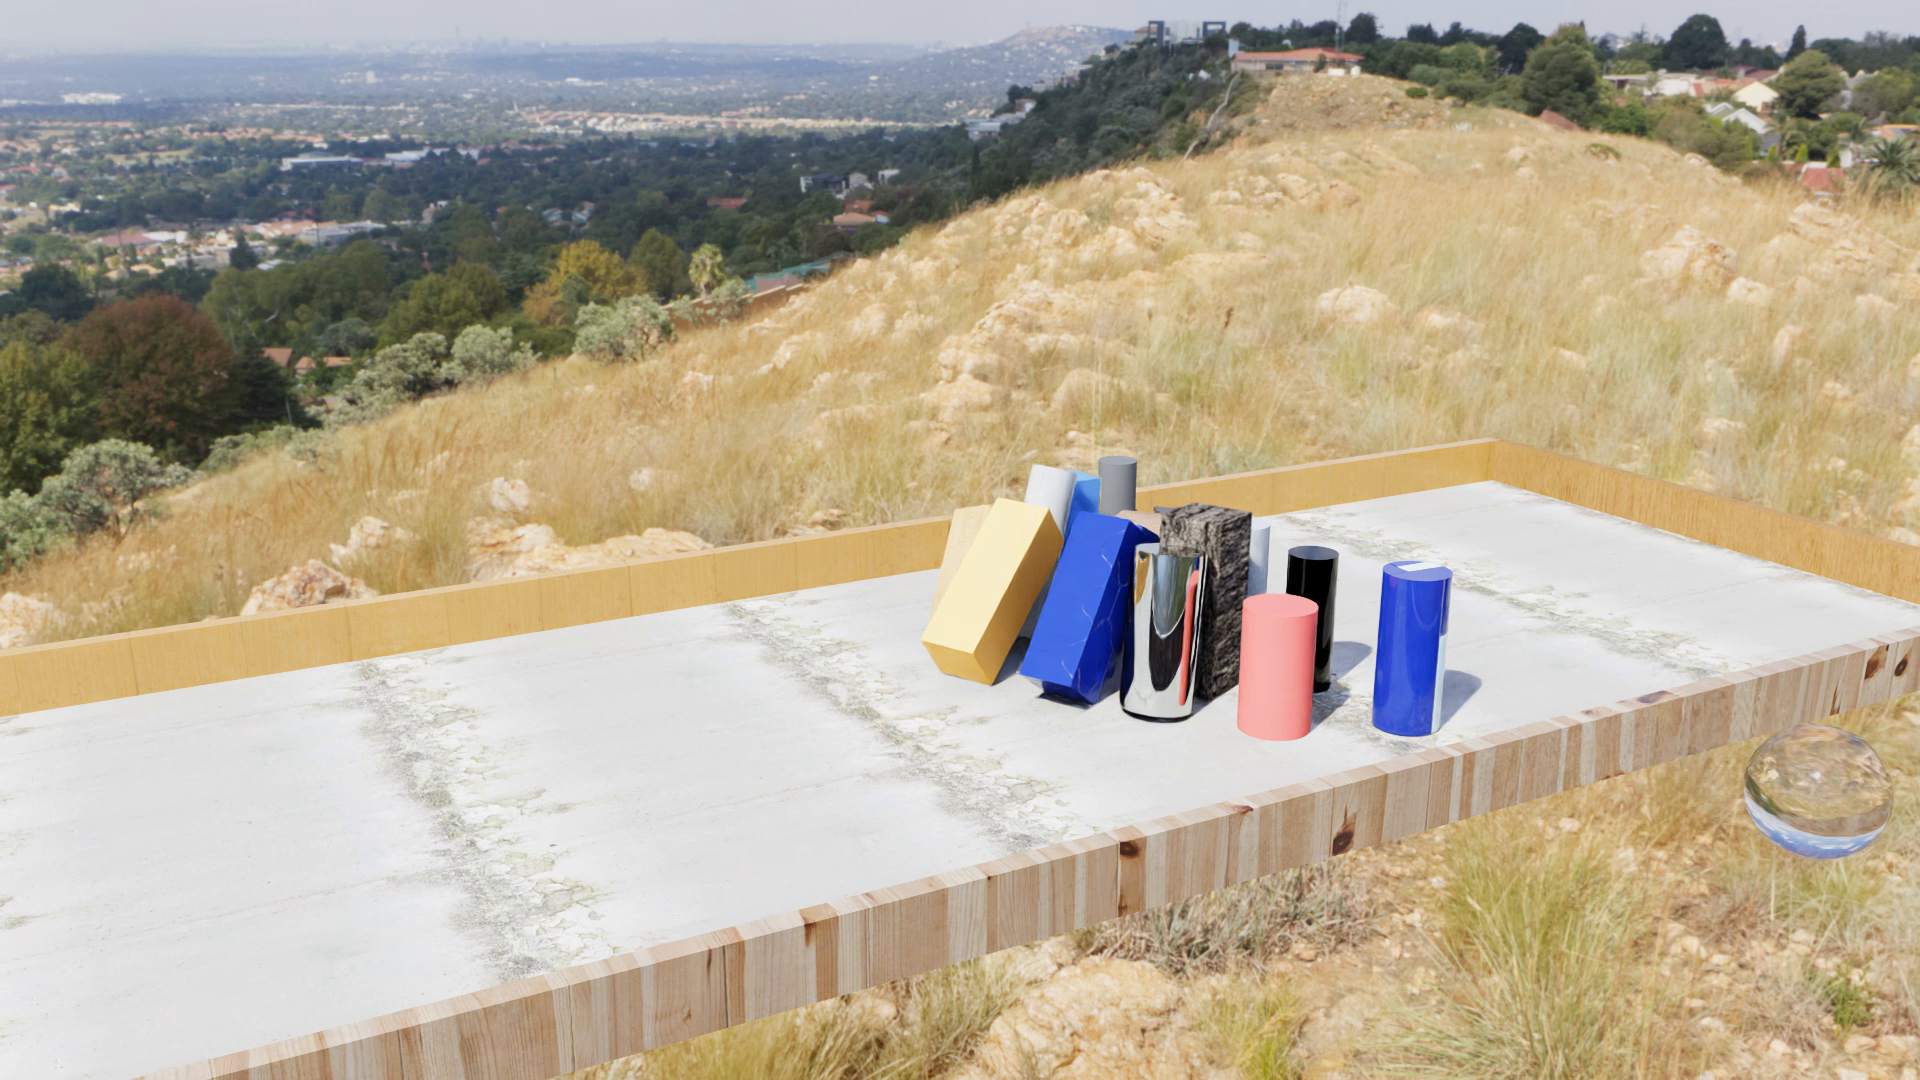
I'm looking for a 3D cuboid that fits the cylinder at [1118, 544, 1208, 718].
[{"bbox_3d":[0.483,0.212,3.918,0.176,0.382,0.176,4,9,-1],"label":"cylinder"}]

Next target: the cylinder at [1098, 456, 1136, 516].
[{"bbox_3d":[0.456,-0.046,4.826,0.111,0.386,0.111,0,16,0],"label":"cylinder"}]

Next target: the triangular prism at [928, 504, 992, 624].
[{"bbox_3d":[0.004,0.078,4.472,0.110,0.345,0.127,8,-25,12],"label":"triangular prism"}]

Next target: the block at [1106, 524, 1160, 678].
[{"bbox_3d":[0.380,0.146,4.172,0.102,0.381,0.102,16,-7,36],"label":"block"}]

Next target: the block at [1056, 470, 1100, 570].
[{"bbox_3d":[0.295,0.014,4.598,0.123,0.394,0.123,-8,18,-32],"label":"block"}]

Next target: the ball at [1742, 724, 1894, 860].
[{"bbox_3d":[1.632,0.479,3.139,0.256,0.256,0.256,0,16,0],"label":"ball"}]

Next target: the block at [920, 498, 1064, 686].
[{"bbox_3d":[0.088,0.127,4.193,0.153,0.153,0.450,13,60,30],"label":"block"}]

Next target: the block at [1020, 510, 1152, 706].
[{"bbox_3d":[0.310,0.164,4.025,0.145,0.433,0.145,12,-16,34],"label":"block"}]

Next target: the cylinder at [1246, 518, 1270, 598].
[{"bbox_3d":[0.735,0.125,4.303,0.130,0.353,0.130,0,16,0],"label":"cylinder"}]

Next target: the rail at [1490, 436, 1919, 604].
[{"bbox_3d":[2.466,-0.048,5.253,0.050,0.150,2.100,-9,18,-27],"label":"rail"}]

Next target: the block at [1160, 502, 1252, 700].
[{"bbox_3d":[0.596,0.148,4.061,0.162,0.441,0.162,11,18,34],"label":"block"}]

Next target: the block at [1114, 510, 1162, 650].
[{"bbox_3d":[0.470,0.110,4.351,0.132,0.348,0.132,6,14,19],"label":"block"}]

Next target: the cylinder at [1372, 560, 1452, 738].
[{"bbox_3d":[1.046,0.252,3.825,0.156,0.379,0.156,0,16,0],"label":"cylinder"}]

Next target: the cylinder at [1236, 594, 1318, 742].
[{"bbox_3d":[0.734,0.294,3.823,0.170,0.301,0.170,0,16,0],"label":"cylinder"}]

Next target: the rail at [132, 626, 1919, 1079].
[{"bbox_3d":[-2.336,1.006,1.665,12.000,0.150,0.050,-9,18,-27],"label":"rail"}]

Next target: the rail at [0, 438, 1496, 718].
[{"bbox_3d":[-3.305,0.497,3.399,12.000,0.150,0.050,-9,18,-27],"label":"rail"}]

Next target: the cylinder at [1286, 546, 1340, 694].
[{"bbox_3d":[0.864,0.196,4.077,0.123,0.344,0.123,0,16,0],"label":"cylinder"}]

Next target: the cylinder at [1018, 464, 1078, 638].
[{"bbox_3d":[0.206,0.031,4.417,0.125,0.453,0.125,13,1,0],"label":"cylinder"}]

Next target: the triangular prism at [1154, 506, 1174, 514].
[{"bbox_3d":[0.575,0.069,4.577,0.144,0.307,0.125,-10,19,-30],"label":"triangular prism"}]
